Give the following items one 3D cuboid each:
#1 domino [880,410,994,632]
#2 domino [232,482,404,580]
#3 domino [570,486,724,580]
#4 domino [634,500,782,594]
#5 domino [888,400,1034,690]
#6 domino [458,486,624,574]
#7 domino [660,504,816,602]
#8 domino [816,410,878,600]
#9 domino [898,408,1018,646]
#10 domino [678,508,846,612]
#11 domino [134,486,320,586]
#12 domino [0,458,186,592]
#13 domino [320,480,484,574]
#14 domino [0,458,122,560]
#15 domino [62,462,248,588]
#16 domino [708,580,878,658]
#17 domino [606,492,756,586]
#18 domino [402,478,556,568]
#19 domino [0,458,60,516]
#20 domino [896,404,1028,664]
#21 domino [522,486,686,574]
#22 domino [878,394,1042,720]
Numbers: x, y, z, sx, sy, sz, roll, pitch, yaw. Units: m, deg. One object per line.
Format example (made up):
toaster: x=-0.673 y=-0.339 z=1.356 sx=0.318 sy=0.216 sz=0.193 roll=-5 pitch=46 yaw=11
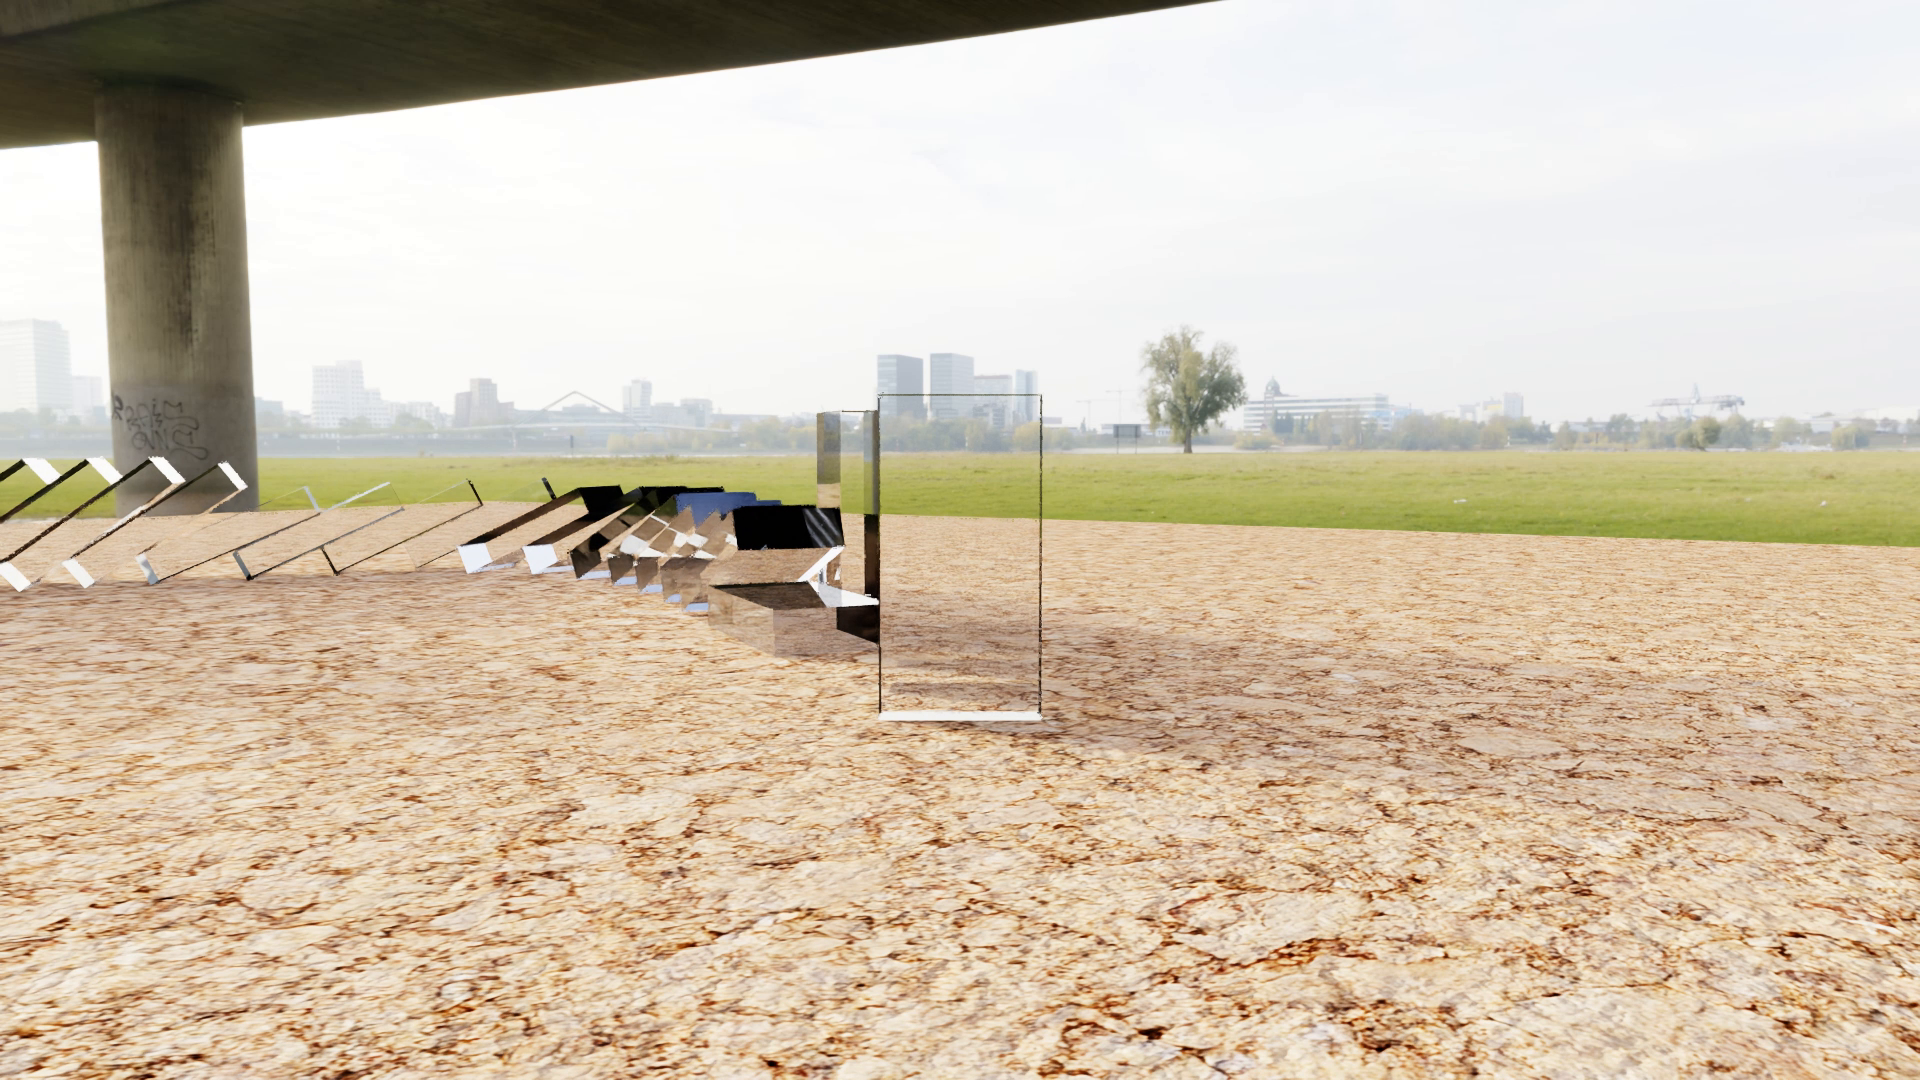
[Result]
domino: x=-0.005 y=-0.005 z=0.300 sx=0.025 sy=0.050 sz=0.010 roll=-2 pitch=5 yaw=-30
domino: x=-0.207 y=-0.004 z=0.417 sx=0.050 sy=0.009 sz=0.025 roll=-29 pitch=15 yaw=-21
domino: x=-0.096 y=-0.002 z=0.397 sx=0.050 sy=0.010 sz=0.025 roll=-28 pitch=-15 yaw=39
domino: x=-0.070 y=0.002 z=0.354 sx=0.025 sy=0.009 sz=0.050 roll=-3 pitch=-17 yaw=-33
domino: x=0.000 y=0.001 z=0.226 sx=0.025 sy=0.050 sz=0.010 roll=0 pitch=4 yaw=1
domino: x=-0.138 y=-0.004 z=0.427 sx=0.050 sy=0.009 sz=0.025 roll=-23 pitch=-2 yaw=16
domino: x=-0.058 y=0.004 z=0.332 sx=0.025 sy=0.010 sz=0.050 roll=-3 pitch=-17 yaw=-31
domino: x=-0.026 y=-0.005 z=0.304 sx=0.010 sy=0.050 sz=0.025 roll=-1 pitch=5 yaw=-19
domino: x=-0.001 y=-0.003 z=0.275 sx=0.025 sy=0.050 sz=0.010 roll=0 pitch=4 yaw=-4
domino: x=-0.048 y=0.005 z=0.305 sx=0.025 sy=0.009 sz=0.050 roll=-2 pitch=-17 yaw=-27
domino: x=-0.230 y=-0.002 z=0.405 sx=0.050 sy=0.010 sz=0.025 roll=-27 pitch=15 yaw=-21
domino: x=-0.261 y=-0.006 z=0.387 sx=0.050 sy=0.010 sz=0.025 roll=-41 pitch=19 yaw=-16
domino: x=-0.186 y=-0.005 z=0.429 sx=0.050 sy=0.010 sz=0.025 roll=-29 pitch=13 yaw=-20
domino: x=-0.275 y=-0.005 z=0.379 sx=0.050 sy=0.010 sz=0.025 roll=-41 pitch=19 yaw=-16
domino: x=-0.247 y=-0.005 z=0.396 sx=0.050 sy=0.009 sz=0.025 roll=-38 pitch=18 yaw=-17
domino: x=-0.037 y=0.017 z=0.283 sx=0.025 sy=0.009 sz=0.050 roll=-2 pitch=5 yaw=-26
domino: x=-0.082 y=0.000 z=0.376 sx=0.025 sy=0.010 sz=0.050 roll=-3 pitch=-18 yaw=-39
domino: x=-0.164 y=-0.006 z=0.440 sx=0.050 sy=0.009 sz=0.025 roll=-29 pitch=11 yaw=-21
domino: x=-0.289 y=-0.005 z=0.373 sx=0.050 sy=0.010 sz=0.025 roll=-41 pitch=19 yaw=-16
domino: x=0.000 y=-0.001 z=0.251 sx=0.025 sy=0.050 sz=0.010 roll=0 pitch=4 yaw=-1
domino: x=-0.114 y=-0.003 z=0.417 sx=0.050 sy=0.010 sz=0.025 roll=-24 pitch=-6 yaw=22
domino: x=0.000 y=0.002 z=0.201 sx=0.025 sy=0.050 sz=0.010 roll=0 pitch=4 yaw=0
